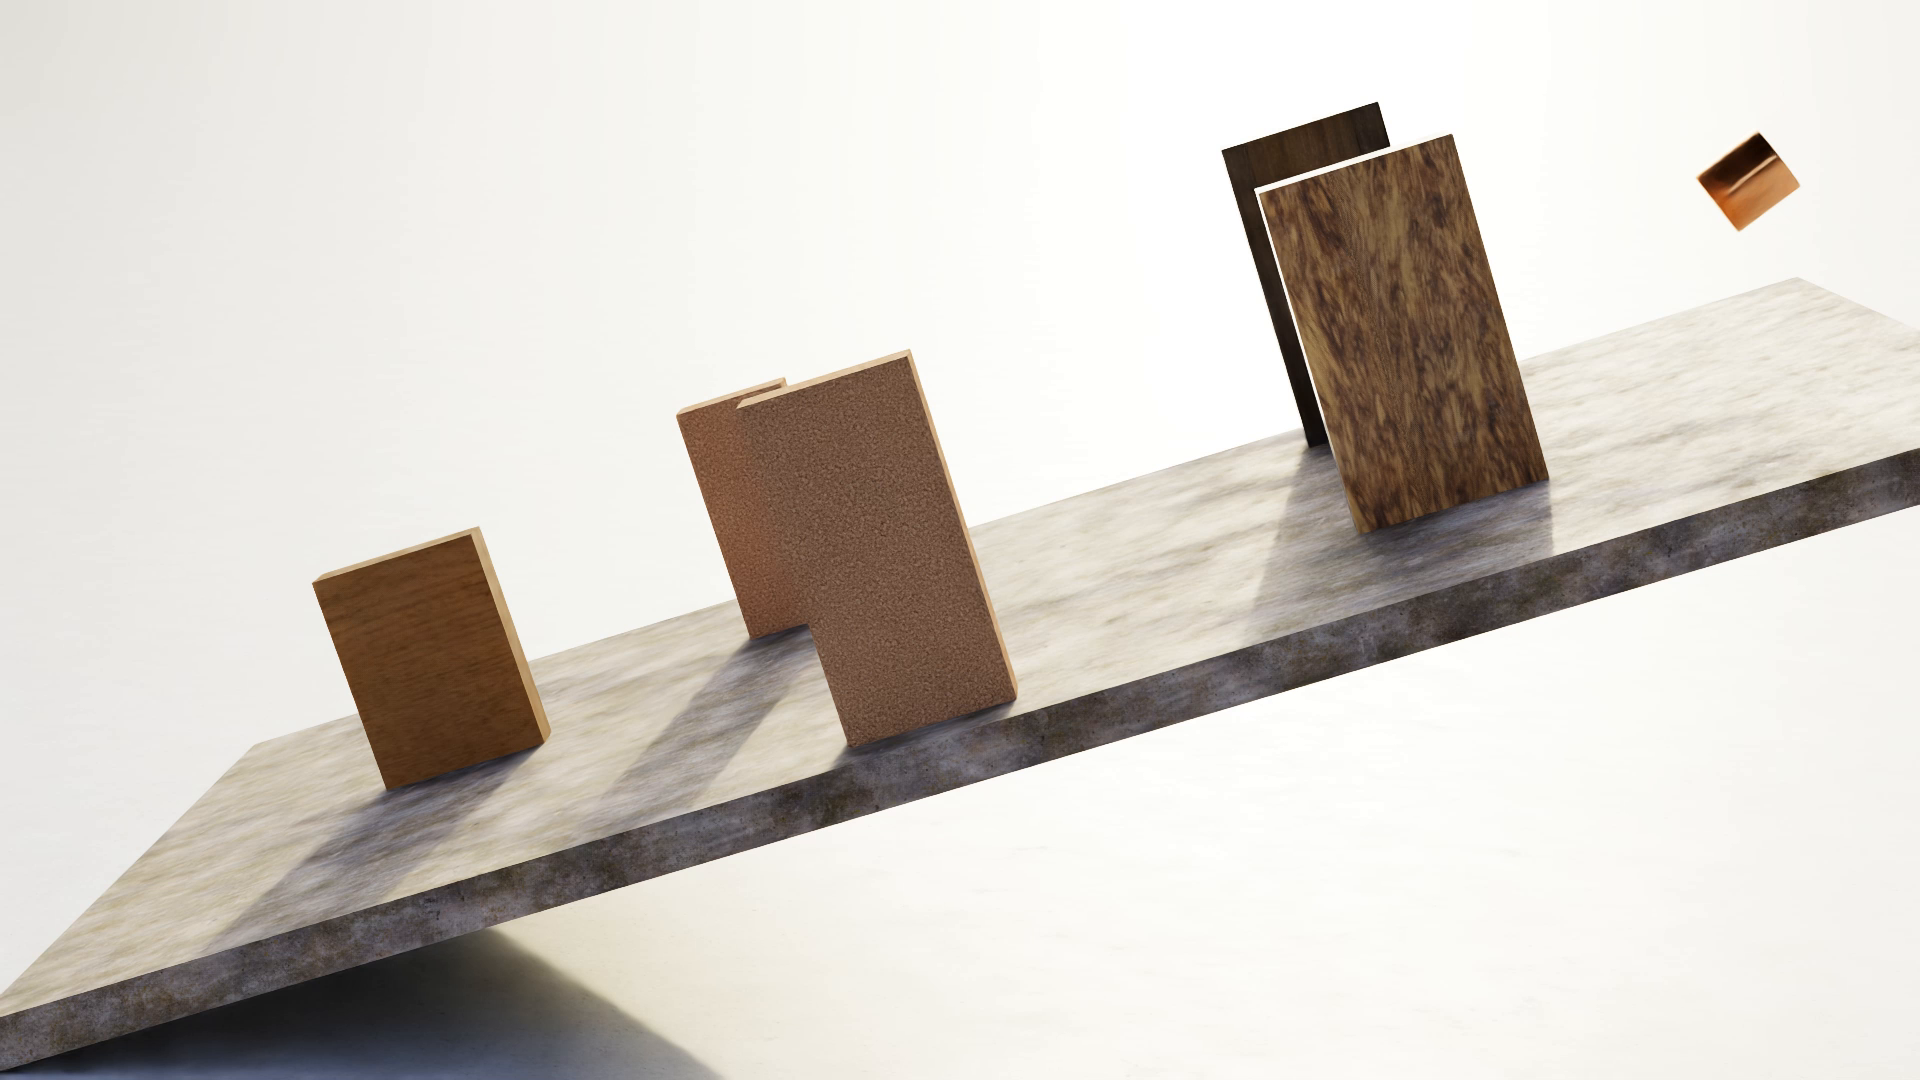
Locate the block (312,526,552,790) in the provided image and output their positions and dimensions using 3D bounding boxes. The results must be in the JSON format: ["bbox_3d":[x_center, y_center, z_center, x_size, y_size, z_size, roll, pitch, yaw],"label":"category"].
[{"bbox_3d":[-1.145,0.257,6.389,0.365,0.483,0.095,-17,10,5],"label":"block"}]

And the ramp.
[{"bbox_3d":[0.098,0.184,6.313,4.000,0.100,2.000,-17,10,5],"label":"ramp"}]

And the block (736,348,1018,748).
[{"bbox_3d":[-0.149,0.017,5.446,0.327,0.669,0.107,-17,10,5],"label":"block"}]

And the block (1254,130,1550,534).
[{"bbox_3d":[0.878,-0.411,5.846,0.392,0.711,0.108,-17,10,5],"label":"block"}]

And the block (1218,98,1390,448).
[{"bbox_3d":[0.893,-0.622,6.885,0.375,0.730,0.108,-17,10,5],"label":"block"}]

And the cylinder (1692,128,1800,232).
[{"bbox_3d":[1.657,-0.758,6.196,0.158,0.158,0.158,-38,3,14],"label":"cylinder"}]

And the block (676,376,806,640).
[{"bbox_3d":[-0.442,-0.073,6.762,0.252,0.547,0.106,-17,10,5],"label":"block"}]
